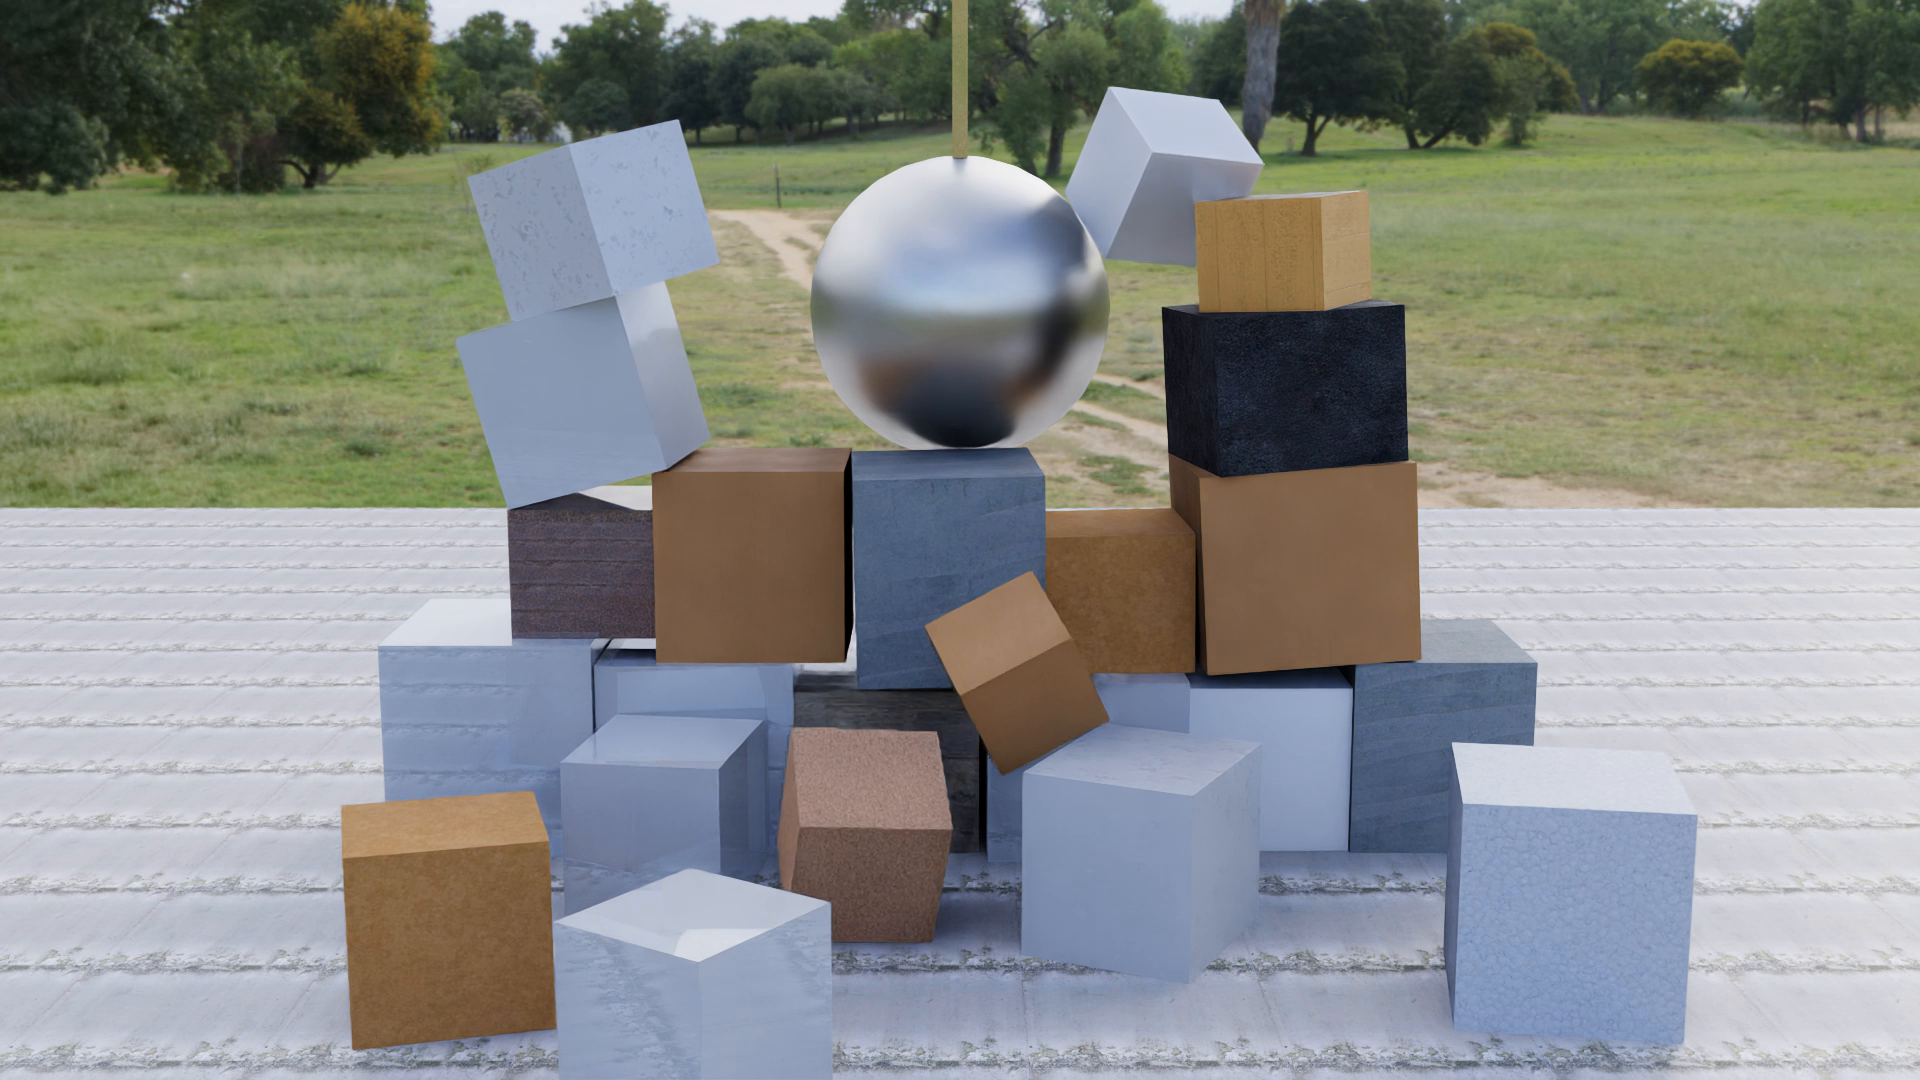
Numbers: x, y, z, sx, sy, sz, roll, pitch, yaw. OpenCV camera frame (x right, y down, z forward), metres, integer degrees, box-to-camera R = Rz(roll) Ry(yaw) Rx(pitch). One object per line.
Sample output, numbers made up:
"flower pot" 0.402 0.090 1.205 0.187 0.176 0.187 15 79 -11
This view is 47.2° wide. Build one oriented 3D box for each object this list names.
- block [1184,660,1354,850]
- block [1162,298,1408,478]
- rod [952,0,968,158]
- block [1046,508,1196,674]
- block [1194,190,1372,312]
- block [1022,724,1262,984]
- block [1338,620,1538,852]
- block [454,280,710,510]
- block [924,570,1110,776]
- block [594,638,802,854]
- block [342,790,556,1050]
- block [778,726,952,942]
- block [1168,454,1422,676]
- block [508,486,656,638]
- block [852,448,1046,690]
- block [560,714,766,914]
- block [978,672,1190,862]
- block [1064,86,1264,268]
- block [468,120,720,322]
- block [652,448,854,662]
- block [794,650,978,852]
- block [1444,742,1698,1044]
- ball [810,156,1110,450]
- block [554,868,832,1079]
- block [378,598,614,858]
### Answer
"block" 1.527 1.066 11.370 0.825 0.835 0.888 0 10 0
"block" 1.609 -0.793 11.002 0.948 0.759 0.933 -5 11 -10
"rod" 0.000 -4.480 10.691 0.080 5.200 0.080 0 17 0
"block" 0.764 0.255 11.192 0.756 0.700 0.724 -1 11 -3
"block" 1.602 -1.428 10.866 0.658 0.537 0.613 3 12 32
"block" 0.817 1.363 9.763 0.776 0.824 0.909 5 11 26
"block" 2.392 0.993 11.379 0.892 0.974 0.998 0 10 0
"block" -1.867 -0.750 11.030 0.834 0.869 0.880 -14 10 11
"block" 0.265 0.616 10.221 0.565 0.564 0.549 -28 38 -1
"block" -1.307 1.000 11.374 0.973 0.963 1.043 0 10 0
"block" -2.094 1.529 8.965 0.787 0.784 0.714 -3 11 -16
"block" -0.435 1.307 9.751 0.656 0.682 0.638 3 35 -10
"block" 1.678 0.058 11.160 1.058 0.976 0.988 -4 10 -3
"block" -1.857 0.101 11.188 0.714 0.645 0.774 0 10 0
"block" -0.072 0.121 11.047 0.918 1.023 1.004 -1 10 -3
"block" -1.386 1.299 10.401 0.739 0.723 0.860 2 10 8
"block" 0.605 1.041 11.333 0.987 0.896 1.133 0 10 -2
"block" 1.047 -1.868 11.380 0.665 0.657 0.590 1 43 -27
"block" -1.780 -1.557 10.719 0.757 0.723 0.740 -7 13 40
"block" -1.032 0.061 11.184 0.934 0.953 0.849 0 10 0
"block" -0.364 1.075 11.350 0.912 0.825 0.904 0 10 0
"block" 2.486 1.429 9.077 0.885 0.940 0.899 2 10 9
"ball" 0.000 -1.235 11.706 1.600 1.600 1.600 0 10 0
"block" -0.964 1.716 8.035 0.687 0.749 0.728 7 12 34
"block" -2.320 0.945 11.358 1.036 1.077 1.110 0 10 0
